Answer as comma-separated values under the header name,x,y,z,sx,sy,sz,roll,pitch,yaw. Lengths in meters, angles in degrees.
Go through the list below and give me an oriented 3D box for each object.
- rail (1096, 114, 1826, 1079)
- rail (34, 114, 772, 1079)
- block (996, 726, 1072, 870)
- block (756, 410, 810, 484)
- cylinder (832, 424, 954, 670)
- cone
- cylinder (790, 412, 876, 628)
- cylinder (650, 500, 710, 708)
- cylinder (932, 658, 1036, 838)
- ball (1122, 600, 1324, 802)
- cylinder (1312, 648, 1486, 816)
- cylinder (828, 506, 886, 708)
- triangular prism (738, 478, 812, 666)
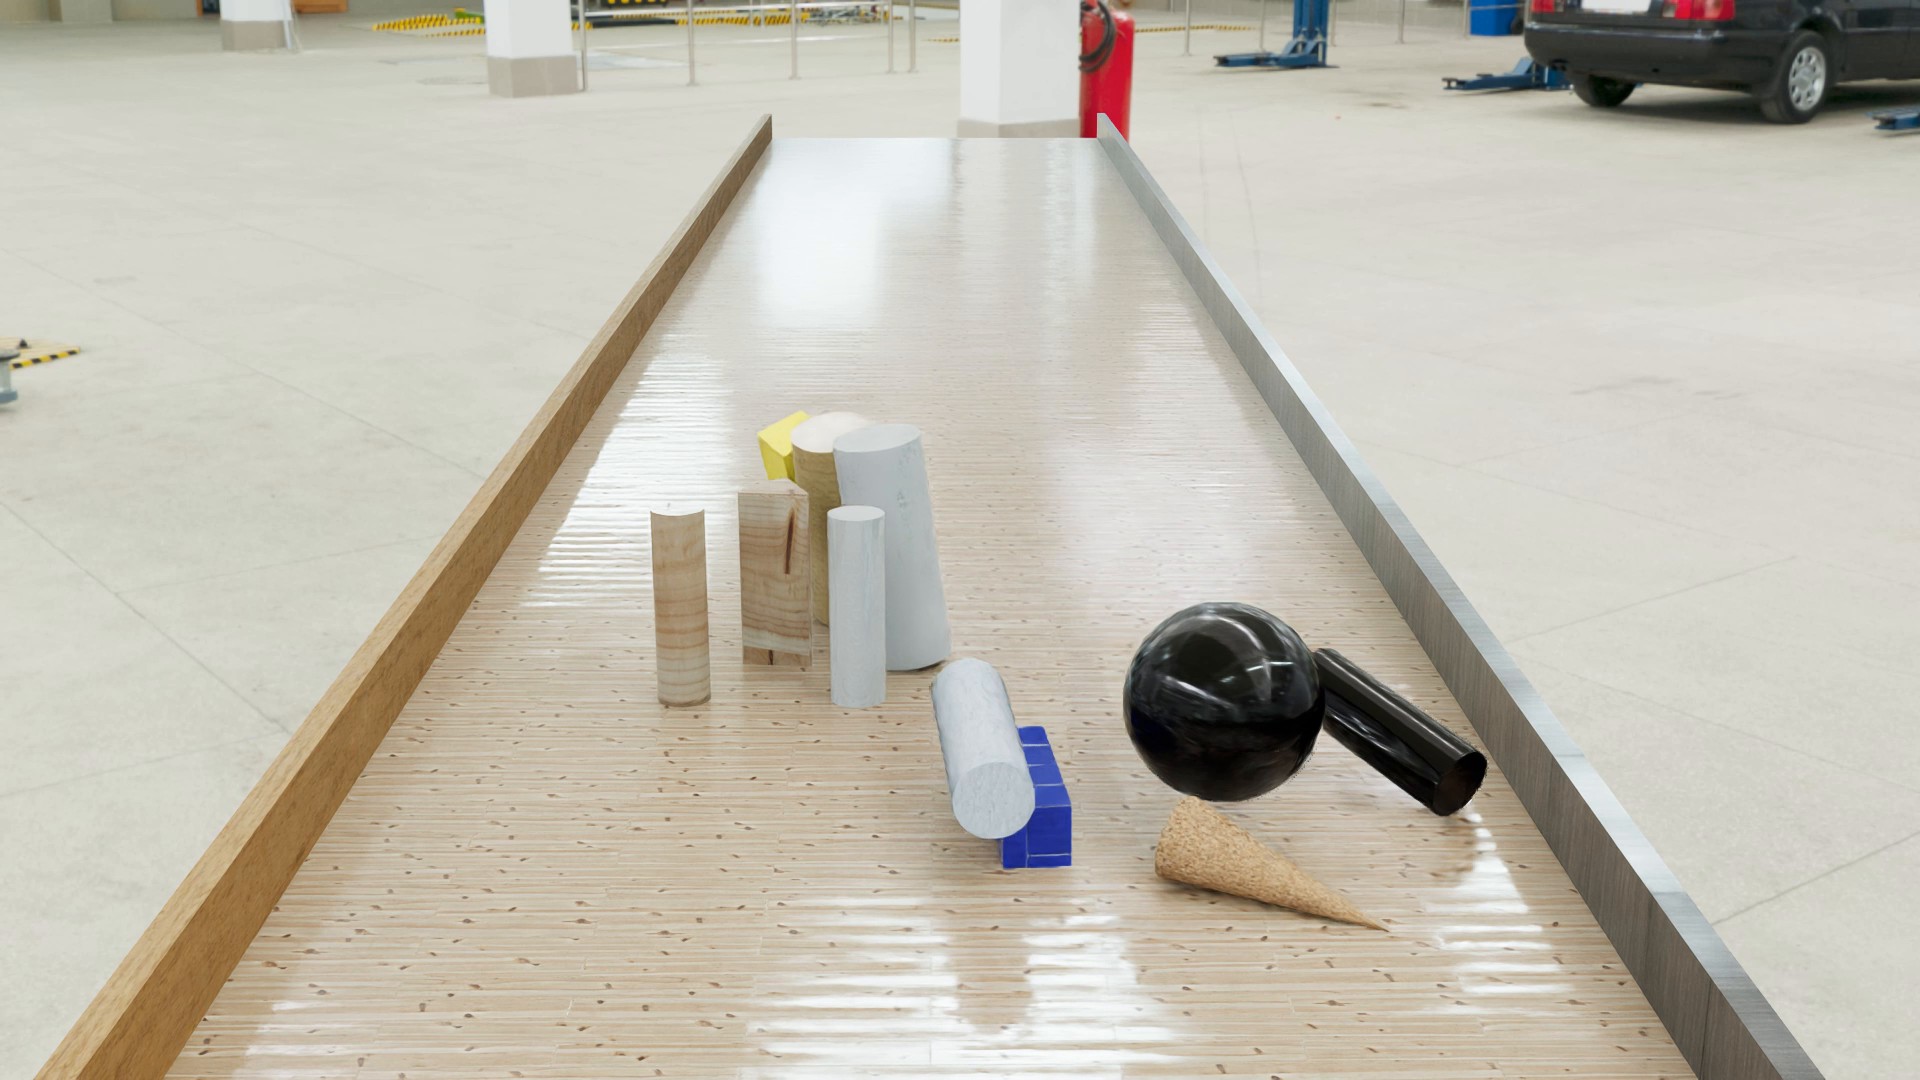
name,x,y,z,sx,sy,sz,roll,pitch,yaw
rail,0.932,-0.844,7.801,0.050,0.150,12.000,0,17,-1
rail,-1.118,-0.838,7.780,0.050,0.150,12.000,0,17,-1
block,0.106,0.419,3.622,0.107,0.107,0.333,-2,17,-5
block,-0.321,-0.070,4.710,0.112,0.400,0.112,-29,43,-21
cylinder,-0.131,0.014,4.343,0.174,0.456,0.174,-8,19,3
cone,0.491,0.523,3.350,0.370,0.137,0.137,22,25,28
cylinder,-0.239,-0.038,4.562,0.178,0.420,0.178,-4,30,2
cylinder,-0.527,0.121,4.156,0.101,0.378,0.101,0,17,0
cylinder,0.033,0.328,3.539,0.127,0.127,0.444,-1,18,-5
ball,0.435,0.267,3.637,0.333,0.333,0.333,0,17,0
cylinder,0.726,0.325,3.764,0.127,0.127,0.348,-12,35,-36
cylinder,-0.194,0.126,4.158,0.106,0.368,0.106,0,17,0
triangular prism,-0.358,0.062,4.395,0.139,0.355,0.121,2,17,7
